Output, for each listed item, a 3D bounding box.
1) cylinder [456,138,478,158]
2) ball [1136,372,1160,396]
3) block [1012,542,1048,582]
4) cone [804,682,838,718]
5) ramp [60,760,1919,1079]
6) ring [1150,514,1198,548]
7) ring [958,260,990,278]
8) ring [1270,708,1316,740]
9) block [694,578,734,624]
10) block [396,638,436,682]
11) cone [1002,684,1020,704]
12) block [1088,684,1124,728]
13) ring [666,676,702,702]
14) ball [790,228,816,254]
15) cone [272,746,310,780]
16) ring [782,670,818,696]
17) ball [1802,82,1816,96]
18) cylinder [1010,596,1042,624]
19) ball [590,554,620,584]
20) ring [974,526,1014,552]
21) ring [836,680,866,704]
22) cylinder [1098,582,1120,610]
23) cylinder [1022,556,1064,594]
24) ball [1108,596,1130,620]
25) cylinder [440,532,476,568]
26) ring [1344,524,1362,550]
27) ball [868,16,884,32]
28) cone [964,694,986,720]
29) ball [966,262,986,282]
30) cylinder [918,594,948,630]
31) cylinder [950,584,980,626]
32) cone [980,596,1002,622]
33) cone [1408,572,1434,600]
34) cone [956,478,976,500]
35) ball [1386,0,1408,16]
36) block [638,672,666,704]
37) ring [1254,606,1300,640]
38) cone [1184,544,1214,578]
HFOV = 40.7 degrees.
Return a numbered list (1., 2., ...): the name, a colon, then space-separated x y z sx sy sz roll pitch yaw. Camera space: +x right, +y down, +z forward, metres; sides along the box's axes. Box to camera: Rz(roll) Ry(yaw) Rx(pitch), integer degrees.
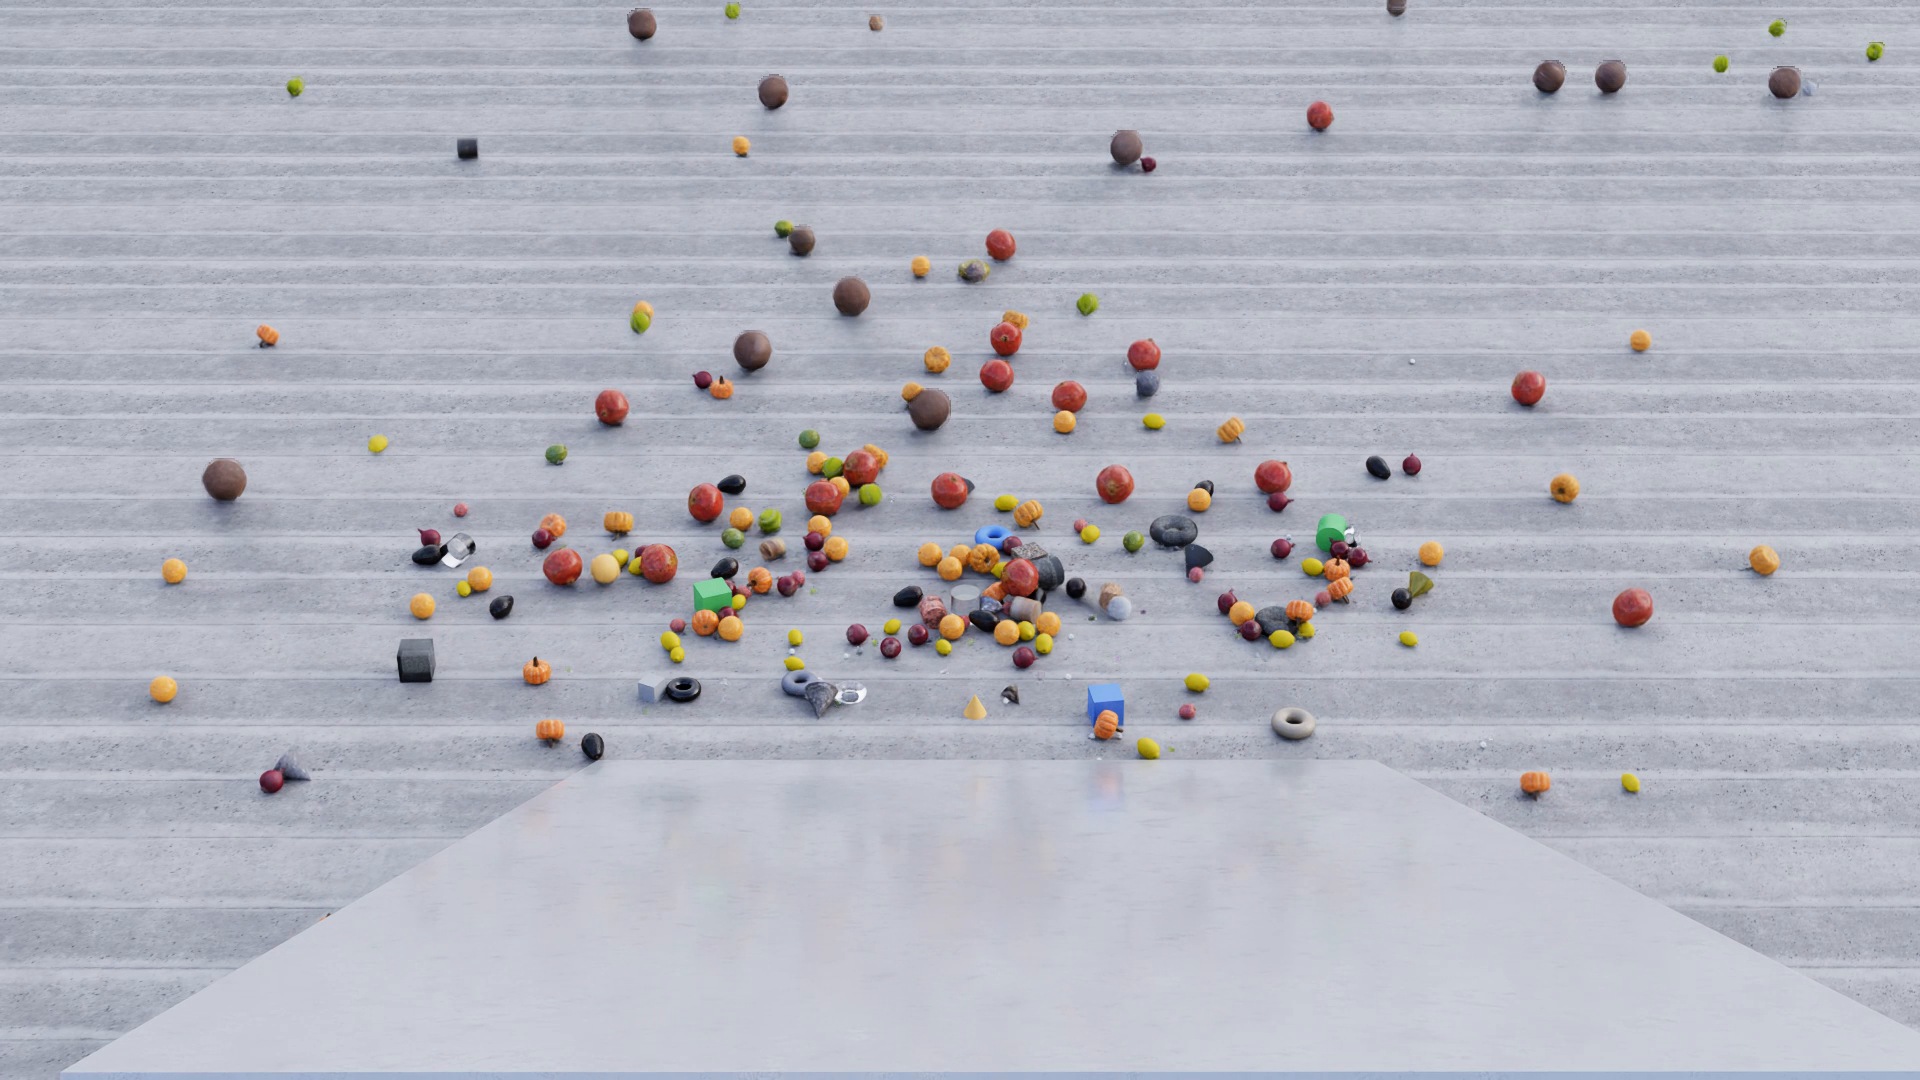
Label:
1. cylinder: -1.971 -1.571 10.372 0.077 0.077 0.077 -3 31 -4
2. ball: 0.624 -0.521 8.598 0.081 0.081 0.081 0 31 0
3. block: 0.205 0.066 7.612 0.079 0.079 0.079 -17 35 -26
4. cone: -0.379 0.447 7.007 0.092 0.092 0.092 2 57 3
5. ramp: 0.068 0.608 4.676 2.000 0.100 4.000 0 0 0
6. ring: 0.644 -0.027 7.799 0.147 0.049 0.147 -1 32 0
7. ring: 0.050 -0.985 9.424 0.117 0.039 0.117 0 29 0
8. ring: 0.893 0.491 6.935 0.120 0.040 0.120 1 31 -1
9. block: -0.708 0.173 7.423 0.087 0.087 0.087 -13 33 -20
10. block: -1.502 0.333 7.153 0.087 0.087 0.087 -1 31 -2
11. cone: 0.148 0.429 7.054 0.053 0.053 0.053 -20 63 -31
12. block: 0.392 0.445 6.969 0.082 0.082 0.082 -5 31 -8
13. ring: -0.756 0.408 7.081 0.098 0.033 0.098 1 31 -1
14. ball: -0.582 -1.107 9.572 0.097 0.097 0.097 0 31 0
15. cone: -1.726 0.602 6.746 0.092 0.092 0.092 34 37 4
16. ring: -0.440 0.392 7.106 0.103 0.034 0.103 1 30 -1
17. ball: 3.598 -1.914 10.969 0.060 0.060 0.060 0 31 0
18. cylinder: 0.188 0.200 7.397 0.068 0.068 0.068 15 34 24
19. ball: -1.039 0.085 7.572 0.087 0.087 0.087 0 31 0
20. ring: 0.102 -0.005 7.772 0.116 0.039 0.116 1 32 -1
21. ring: -0.301 0.415 7.072 0.093 0.031 0.093 -1 31 1
22. cylinder: 0.433 0.162 7.470 0.059 0.059 0.059 4 31 7
23. cylinder: 0.242 0.100 7.543 0.091 0.091 0.091 -17 35 -26
24. ball: 0.455 0.194 7.408 0.067 0.067 0.067 0 31 0
25. cylinder: -1.489 0.029 7.676 0.077 0.077 0.077 13 33 20
26. ring: 1.176 -0.008 7.745 0.027 0.080 0.080 -15 20 33
27. ball: -0.376 -2.325 11.653 0.069 0.069 0.069 0 31 0
28. cone: 0.041 0.442 6.994 0.063 0.063 0.063 0 31 0
29. ball: 0.055 -0.966 9.335 0.071 0.071 0.071 0 31 0
30. cylinder: -0.076 0.206 7.383 0.072 0.072 0.072 -6 31 -11
31. cylinder: 0.016 0.186 7.405 0.085 0.085 0.085 0 31 0
32. cone: 0.076 0.210 7.415 0.071 0.071 0.071 14 60 22
33. cone: 1.321 0.147 7.518 0.080 0.080 0.080 22 64 33
34. cone: 0.003 -0.148 8.020 0.067 0.067 0.067 14 60 22
35. ball: 1.994 -2.443 11.826 0.096 0.096 0.096 0 31 0
36. block: -0.841 0.405 7.065 0.054 0.054 0.054 16 34 24
37. ring: 0.902 0.235 7.362 0.131 0.044 0.131 1 34 -1
38. cone: 0.686 0.076 7.631 0.093 0.093 0.093 16 61 25
